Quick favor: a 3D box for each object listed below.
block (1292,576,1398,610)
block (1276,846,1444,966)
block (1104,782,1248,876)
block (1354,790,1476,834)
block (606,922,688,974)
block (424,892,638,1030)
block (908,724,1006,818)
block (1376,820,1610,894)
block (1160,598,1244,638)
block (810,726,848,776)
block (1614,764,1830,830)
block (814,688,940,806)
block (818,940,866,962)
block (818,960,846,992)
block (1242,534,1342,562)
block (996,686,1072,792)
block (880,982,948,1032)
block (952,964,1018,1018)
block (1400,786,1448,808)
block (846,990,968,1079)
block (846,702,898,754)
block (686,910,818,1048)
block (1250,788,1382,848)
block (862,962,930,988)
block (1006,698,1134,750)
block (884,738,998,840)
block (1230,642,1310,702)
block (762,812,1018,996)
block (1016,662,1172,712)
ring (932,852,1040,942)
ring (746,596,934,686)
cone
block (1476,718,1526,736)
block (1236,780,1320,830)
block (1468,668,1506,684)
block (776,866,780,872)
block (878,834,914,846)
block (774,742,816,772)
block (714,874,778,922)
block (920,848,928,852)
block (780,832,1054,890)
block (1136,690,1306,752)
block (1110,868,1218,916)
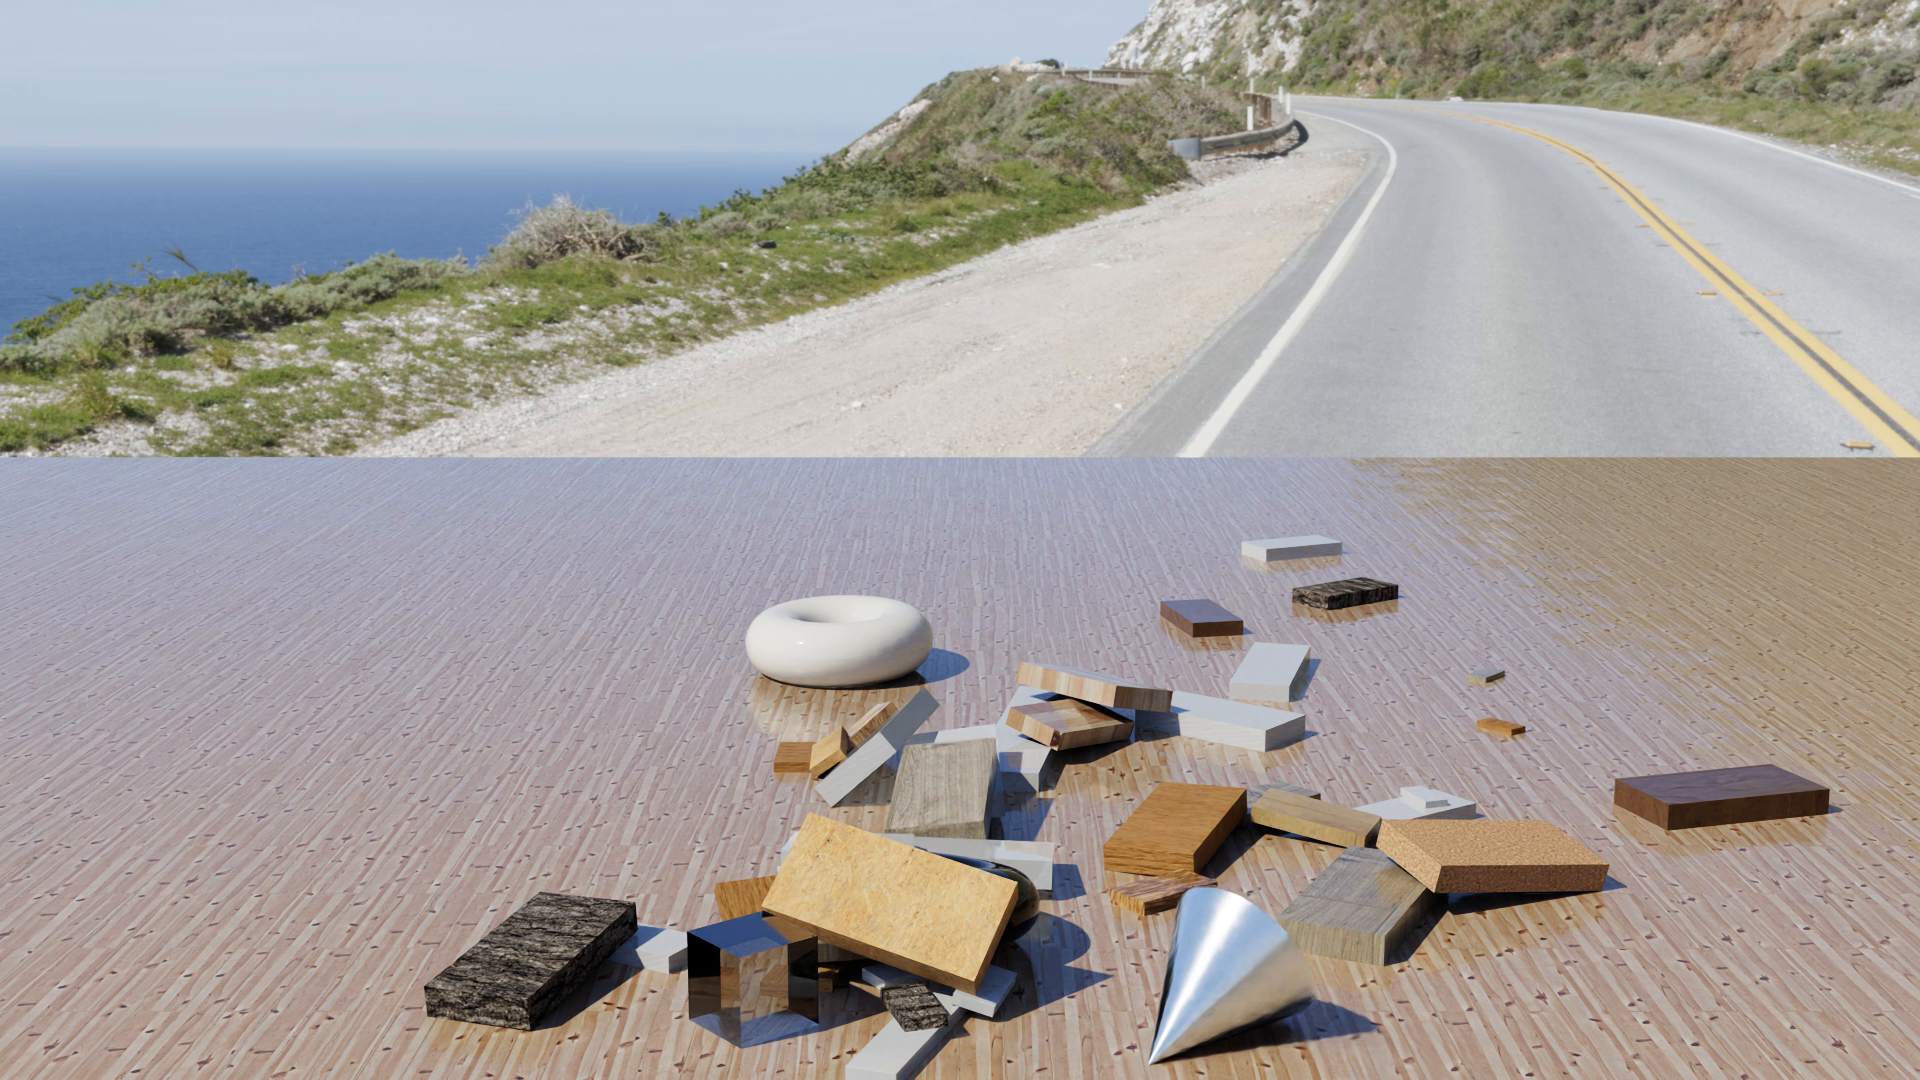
[{"bbox_3d":[1.046,0.145,5.963,0.267,0.038,0.134,-7,13,-35],"label":"block"},{"bbox_3d":[0.656,0.586,3.556,0.172,0.049,0.397,5,12,26],"label":"block"},{"bbox_3d":[0.385,0.510,3.890,0.161,0.046,0.322,2,15,24],"label":"block"},{"bbox_3d":[0.837,0.504,4.052,0.212,0.030,0.106,-7,13,-34],"label":"block"},{"bbox_3d":[-0.500,0.626,3.403,0.192,0.027,0.096,6,12,28],"label":"block"},{"bbox_3d":[-0.633,0.622,3.279,0.167,0.047,0.335,3,16,19],"label":"block"},{"bbox_3d":[-0.009,0.444,4.171,0.173,0.049,0.346,-8,16,1],"label":"block"},{"bbox_3d":[0.891,0.527,3.679,0.345,0.049,0.172,4,17,-25],"label":"block"},{"bbox_3d":[0.621,0.200,5.664,0.134,0.038,0.267,-2,11,-12],"label":"block"},{"bbox_3d":[-0.261,0.421,4.381,0.074,0.021,0.148,-35,12,6],"label":"block"},{"bbox_3d":[1.427,0.481,4.124,0.345,0.049,0.172,-3,11,-16],"label":"block"},{"bbox_3d":[-0.157,0.399,4.279,0.173,0.049,0.346,-41,-1,17],"label":"block"},{"bbox_3d":[-0.150,0.617,3.356,0.192,0.027,0.096,-1,-1,-18],"label":"block"},{"bbox_3d":[-0.251,0.649,3.296,0.146,0.021,0.073,2,11,13],"label":"block"},{"bbox_3d":[0.998,0.024,6.610,0.269,0.038,0.135,-5,12,-24],"label":"block"},{"bbox_3d":[0.142,0.405,4.560,0.135,0.038,0.664,2,11,10],"label":"block"},{"bbox_3d":[-0.066,0.662,3.120,0.063,0.018,0.126,-3,11,-18],"label":"block"},{"bbox_3d":[0.036,0.651,3.195,0.063,0.018,0.126,16,15,13],"label":"block"},{"bbox_3d":[0.860,0.477,4.080,0.046,0.013,0.092,-3,11,-18],"label":"block"},{"bbox_3d":[-0.069,0.692,3.066,0.073,0.021,0.290,4,11,20],"label":"block"},{"bbox_3d":[-0.199,0.385,4.468,0.148,0.021,0.074,-41,10,-28],"label":"block"},{"bbox_3d":[-0.294,0.623,3.128,0.133,0.133,0.133,-9,14,-39],"label":"block"},{"bbox_3d":[0.642,0.503,3.967,0.211,0.030,0.106,13,18,24],"label":"block"},{"bbox_3d":[-0.077,0.648,3.307,0.126,0.018,0.063,-7,13,-34],"label":"block"},{"bbox_3d":[0.229,0.377,4.532,0.135,0.038,0.269,25,16,34],"label":"block"},{"bbox_3d":[-0.029,0.457,3.962,0.173,0.049,0.346,-6,19,6],"label":"block"},{"bbox_3d":[0.722,0.304,5.104,0.134,0.038,0.406,3,11,15],"label":"block"},{"bbox_3d":[-0.101,0.529,3.218,0.335,0.047,0.167,16,56,16],"label":"block"},{"bbox_3d":[0.284,0.313,4.700,0.161,0.046,0.322,8,1,-38],"label":"block"},{"bbox_3d":[-0.046,0.550,3.414,0.343,0.114,0.343,8,-4,1],"label":"ring"},{"bbox_3d":[-0.284,0.236,5.183,0.443,0.148,0.443,-1,11,0],"label":"ring"},{"bbox_3d":[0.330,0.650,3.058,0.235,0.235,0.235,10,41,44],"label":"cone"},{"bbox_3d":[1.151,0.396,4.676,0.046,0.013,0.092,-8,13,-36],"label":"block"},{"bbox_3d":[0.562,0.494,4.101,0.211,0.030,0.106,-9,14,-39],"label":"block"},{"bbox_3d":[1.225,0.315,5.116,0.046,0.013,0.092,9,14,41],"label":"block"},{"bbox_3d":[-0.265,0.568,3.749,0.091,0.013,0.045,-1,11,-7],"label":"block"},{"bbox_3d":[-0.124,0.494,3.612,0.083,0.023,0.166,2,-8,-6],"label":"block"},{"bbox_3d":[-0.332,0.438,4.433,0.074,0.021,0.148,0,11,0],"label":"block"},{"bbox_3d":[-0.304,0.581,3.529,0.166,0.023,0.083,-4,49,-22],"label":"block"},{"bbox_3d":[-0.151,0.555,3.605,0.192,0.096,0.027,0,-26,3],"label":"block"},{"bbox_3d":[-0.067,0.541,3.718,0.450,0.047,0.167,2,3,4],"label":"block"},{"bbox_3d":[0.550,0.382,4.662,0.322,0.046,0.161,8,13,38],"label":"block"},{"bbox_3d":[0.338,0.583,3.643,0.166,0.023,0.083,-8,13,-37],"label":"block"}]
